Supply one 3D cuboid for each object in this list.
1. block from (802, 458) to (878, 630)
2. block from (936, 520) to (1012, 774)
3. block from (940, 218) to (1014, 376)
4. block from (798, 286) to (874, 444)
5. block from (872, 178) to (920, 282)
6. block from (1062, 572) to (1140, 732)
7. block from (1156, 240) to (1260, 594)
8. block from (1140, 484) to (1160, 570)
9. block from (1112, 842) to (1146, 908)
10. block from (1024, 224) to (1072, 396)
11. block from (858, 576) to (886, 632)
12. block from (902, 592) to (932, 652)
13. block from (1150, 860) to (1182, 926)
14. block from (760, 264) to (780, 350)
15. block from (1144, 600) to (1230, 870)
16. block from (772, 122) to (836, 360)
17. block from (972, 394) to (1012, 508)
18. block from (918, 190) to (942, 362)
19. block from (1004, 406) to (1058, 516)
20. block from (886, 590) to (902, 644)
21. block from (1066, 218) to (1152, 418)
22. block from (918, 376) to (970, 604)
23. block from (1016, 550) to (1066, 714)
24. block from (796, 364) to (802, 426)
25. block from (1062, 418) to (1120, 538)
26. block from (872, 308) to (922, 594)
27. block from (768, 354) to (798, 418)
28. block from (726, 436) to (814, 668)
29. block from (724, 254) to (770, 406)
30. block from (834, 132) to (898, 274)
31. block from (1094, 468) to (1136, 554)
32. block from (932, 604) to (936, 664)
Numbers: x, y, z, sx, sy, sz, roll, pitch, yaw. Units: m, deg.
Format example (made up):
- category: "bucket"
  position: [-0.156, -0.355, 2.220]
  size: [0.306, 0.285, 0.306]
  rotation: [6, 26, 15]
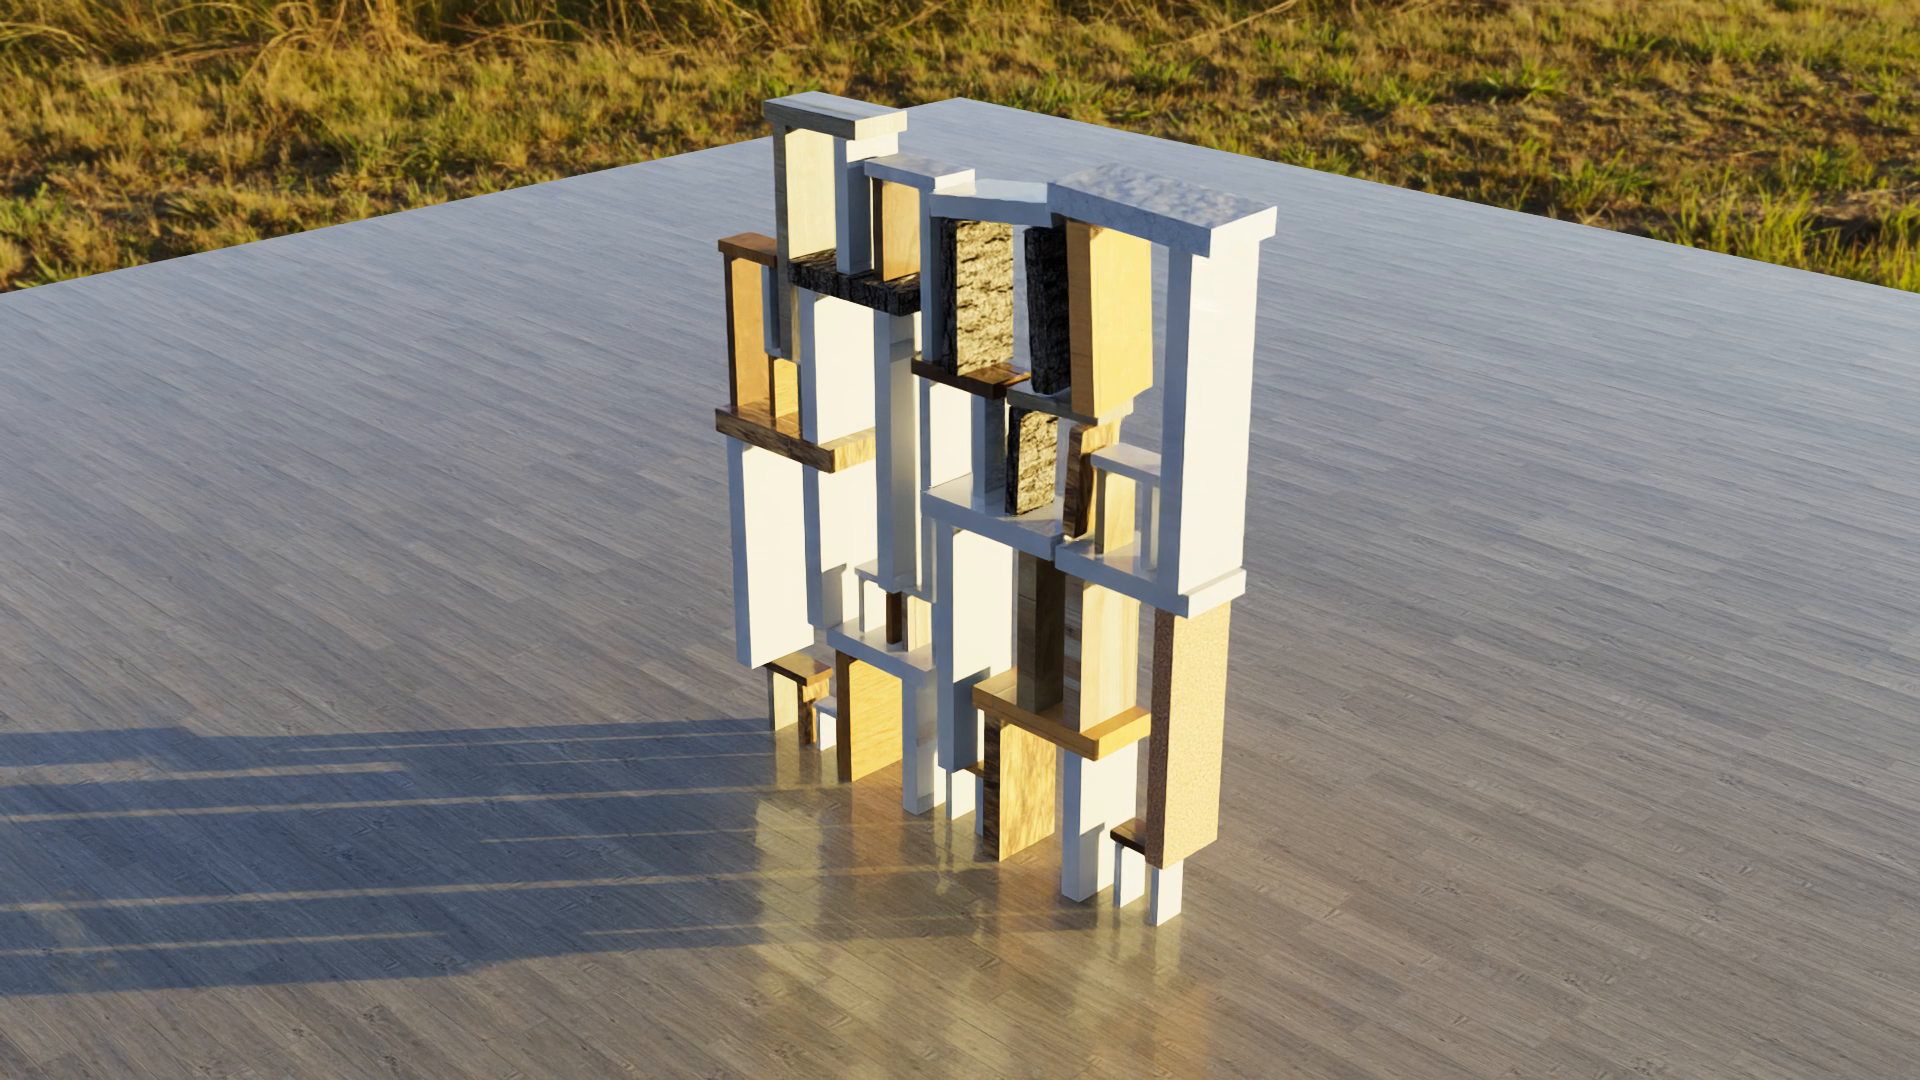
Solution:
- category: "block"
  position: [-0.234, -0.008, 4.477]
  size: [0.050, 0.350, 0.175]
  rotation: [21, 31, 41]
- category: "block"
  position: [0.028, 0.186, 4.267]
  size: [0.045, 0.529, 0.160]
  rotation: [21, 31, 40]
- category: "block"
  position: [0.031, -0.455, 3.991]
  size: [0.144, 0.288, 0.041]
  rotation: [-22, 31, -40]
- category: "block"
  position: [-0.240, -0.359, 4.328]
  size: [0.044, 0.314, 0.157]
  rotation: [21, 31, 40]
- category: "block"
  position: [-0.118, -0.589, 4.105]
  size: [0.027, 0.193, 0.097]
  rotation: [21, 31, 40]
- category: "block"
  position: [0.259, 0.184, 4.021]
  size: [0.154, 0.308, 0.044]
  rotation: [-21, 31, -40]
- category: "block"
  position: [0.414, -0.212, 3.685]
  size: [0.049, 0.595, 0.172]
  rotation: [21, 31, 40]
- category: "block"
  position: [0.350, -0.033, 3.823]
  size: [0.022, 0.158, 0.079]
  rotation: [21, 31, 40]
- category: "block"
  position: [0.319, 0.617, 4.135]
  size: [0.068, 0.135, 0.019]
  rotation: [-21, 31, -41]
- category: "block"
  position: [0.183, -0.418, 3.869]
  size: [0.041, 0.295, 0.144]
  rotation: [19, 33, 40]
- category: "block"
  position: [-0.178, 0.122, 4.464]
  size: [0.017, 0.121, 0.060]
  rotation: [21, 31, 41]
- category: "block"
  position: [-0.087, 0.153, 4.382]
  size: [0.018, 0.127, 0.063]
  rotation: [21, 31, 41]
- category: "block"
  position: [0.382, 0.642, 4.076]
  size: [0.068, 0.135, 0.019]
  rotation: [-21, 31, -41]
- category: "block"
  position: [-0.355, -0.475, 4.401]
  size: [0.024, 0.172, 0.086]
  rotation: [21, 31, 41]
- category: "block"
  position: [0.405, 0.334, 3.925]
  size: [0.044, 0.510, 0.154]
  rotation: [22, 31, 40]
- category: "block"
  position: [-0.297, -0.592, 4.298]
  size: [0.037, 0.468, 0.129]
  rotation: [21, 31, 41]
- category: "block"
  position: [0.071, -0.178, 4.057]
  size: [0.030, 0.213, 0.107]
  rotation: [21, 31, 40]
- category: "block"
  position: [-0.029, -0.493, 4.040]
  size: [0.027, 0.320, 0.097]
  rotation: [21, 31, 40]
- category: "block"
  position: [0.131, -0.156, 4.011]
  size: [0.029, 0.207, 0.104]
  rotation: [22, 31, 38]
- category: "block"
  position: [-0.121, 0.144, 4.412]
  size: [0.017, 0.121, 0.060]
  rotation: [21, 31, 41]
- category: "block"
  position: [0.259, -0.402, 3.783]
  size: [0.049, 0.345, 0.172]
  rotation: [18, 33, 36]
- category: "block"
  position: [-0.027, -0.106, 4.199]
  size: [0.030, 0.457, 0.107]
  rotation: [21, 31, 40]
- category: "block"
  position: [0.178, 0.149, 4.088]
  size: [0.045, 0.320, 0.160]
  rotation: [21, 31, 41]
- category: "block"
  position: [-0.296, -0.297, 4.415]
  size: [0.018, 0.131, 0.065]
  rotation: [21, 31, 40]
- category: "block"
  position: [0.233, -0.115, 3.920]
  size: [0.029, 0.207, 0.103]
  rotation: [25, 34, 37]
- category: "block"
  position: [-0.091, -0.185, 4.242]
  size: [0.044, 0.569, 0.157]
  rotation: [21, 31, 40]
- category: "block"
  position: [-0.358, -0.321, 4.471]
  size: [0.018, 0.131, 0.065]
  rotation: [21, 31, 40]
- category: "block"
  position: [-0.400, 0.005, 4.662]
  size: [0.050, 0.519, 0.175]
  rotation: [21, 31, 40]
- category: "block"
  position: [-0.436, -0.438, 4.504]
  size: [0.024, 0.321, 0.086]
  rotation: [21, 31, 40]
- category: "block"
  position: [-0.176, -0.641, 4.144]
  size: [0.037, 0.258, 0.129]
  rotation: [21, 31, 40]
- category: "block"
  position: [0.275, -0.062, 3.891]
  size: [0.022, 0.158, 0.079]
  rotation: [21, 31, 40]
- category: "block"
  position: [-0.027, 0.177, 4.327]
  size: [0.063, 0.127, 0.018]
  rotation: [-21, 31, -41]
